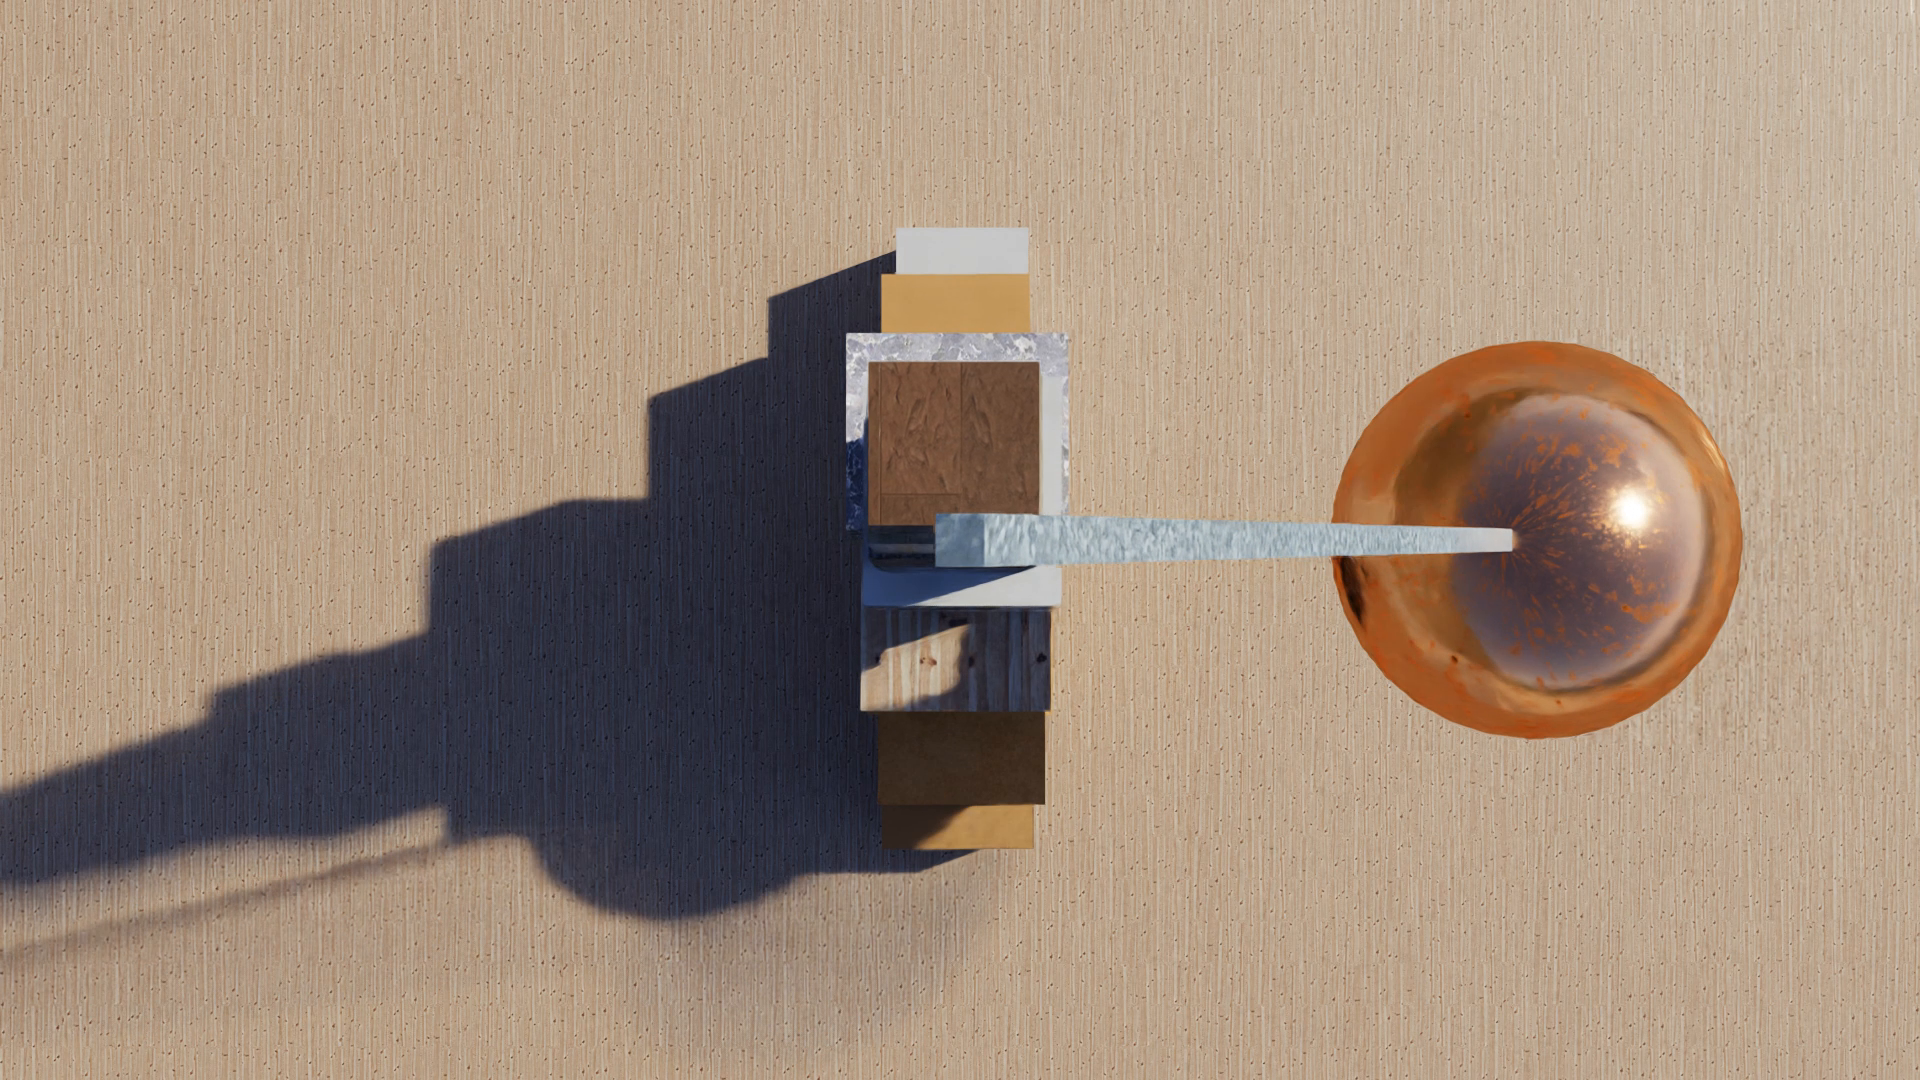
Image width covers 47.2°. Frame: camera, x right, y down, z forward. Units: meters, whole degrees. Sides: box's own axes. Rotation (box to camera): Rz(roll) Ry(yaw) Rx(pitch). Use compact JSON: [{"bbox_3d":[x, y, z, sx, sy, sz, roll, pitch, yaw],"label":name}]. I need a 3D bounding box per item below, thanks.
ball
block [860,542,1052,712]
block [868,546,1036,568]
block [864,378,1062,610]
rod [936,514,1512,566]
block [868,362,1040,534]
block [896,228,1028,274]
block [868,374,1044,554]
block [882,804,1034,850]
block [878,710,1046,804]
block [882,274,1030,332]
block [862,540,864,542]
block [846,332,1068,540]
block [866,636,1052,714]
[{"bbox_3d":[2.295,0.000,8.827,1.600,1.600,1.600,0,90,0],"label":"ball"},{"bbox_3d":[-0.019,0.401,10.591,0.881,0.830,0.784,0,90,0],"label":"block"},{"bbox_3d":[-0.018,-0.209,8.212,0.620,0.644,0.593,0,87,0],"label":"block"},{"bbox_3d":[0.009,-0.166,8.957,0.769,0.844,0.888,0,87,0],"label":"block"},{"bbox_3d":[0.994,0.000,5.685,0.080,5.200,0.080,0,90,22],"label":"rod"},{"bbox_3d":[-0.019,-0.286,7.046,0.530,0.467,0.508,0,87,0],"label":"block"},{"bbox_3d":[0.013,-1.285,12.572,0.729,0.857,0.879,0,90,0],"label":"block"},{"bbox_3d":[-0.015,-0.248,7.585,0.580,0.612,0.564,0,87,0],"label":"block"},{"bbox_3d":[-0.012,1.348,12.635,0.846,0.729,0.752,0,90,0],"label":"block"},{"bbox_3d":[0.009,0.917,11.679,0.856,0.879,0.870,0,90,0],"label":"block"},{"bbox_3d":[-0.019,-0.967,11.779,0.771,0.724,0.819,0,89,0],"label":"block"},{"bbox_3d":[-0.016,-0.054,11.577,0.948,1.092,0.997,0,87,0],"label":"block"},{"bbox_3d":[-0.012,-0.478,10.588,1.024,0.929,0.911,0,87,0],"label":"block"},{"bbox_3d":[-0.002,0.508,12.559,1.023,0.882,0.909,0,90,0],"label":"block"}]
